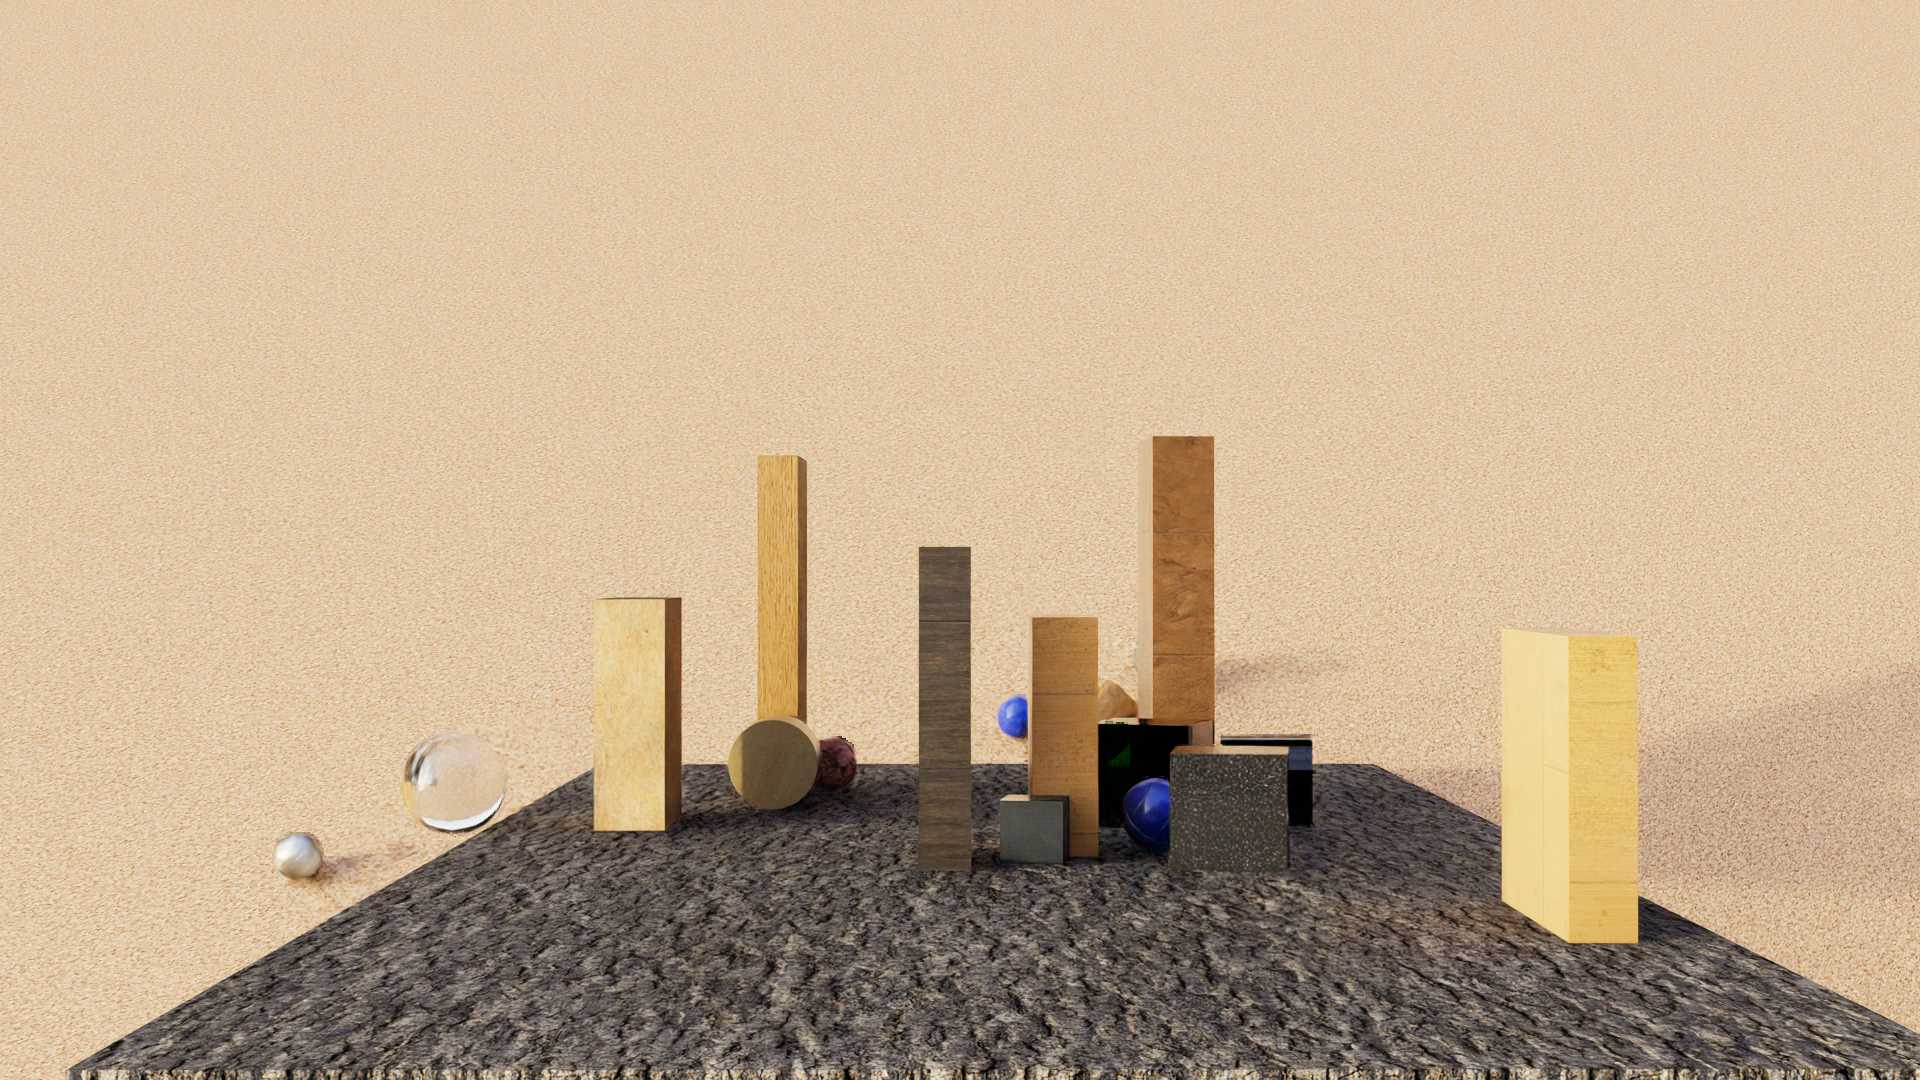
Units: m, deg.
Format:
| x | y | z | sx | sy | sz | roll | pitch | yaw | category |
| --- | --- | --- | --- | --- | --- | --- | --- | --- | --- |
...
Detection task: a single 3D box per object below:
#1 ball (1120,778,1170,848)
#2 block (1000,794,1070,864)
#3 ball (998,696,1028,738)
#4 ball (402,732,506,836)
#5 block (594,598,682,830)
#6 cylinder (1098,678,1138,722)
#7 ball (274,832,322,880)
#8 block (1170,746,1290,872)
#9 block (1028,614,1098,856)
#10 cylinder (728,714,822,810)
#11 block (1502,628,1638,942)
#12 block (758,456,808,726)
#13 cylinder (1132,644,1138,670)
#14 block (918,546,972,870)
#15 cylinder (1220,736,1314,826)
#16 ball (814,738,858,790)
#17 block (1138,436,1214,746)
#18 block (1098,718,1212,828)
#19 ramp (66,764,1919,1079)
| x | y | z | sx | sy | sz | roll | pitch | yaw | category |
| --- | --- | --- | --- | --- | --- | --- | --- | --- | --- |
| 0.358 | 0.501 | 4.745 | 0.128 | 0.128 | 0.128 | 0 | 31 | 0 | ball |
| 0.132 | 0.508 | 4.552 | 0.110 | 0.110 | 0.110 | 0 | 0 | 9 | block |
| 0.155 | 0.474 | 6.919 | 0.113 | 0.113 | 0.113 | 0 | 31 | 0 | ball |
| -0.994 | 0.479 | 5.089 | 0.203 | 0.203 | 0.203 | 0 | 31 | 0 | ball |
| -0.646 | 0.343 | 5.215 | 0.138 | 0.451 | 0.310 | 0 | 0 | 0 | block |
| 0.359 | 0.455 | 6.367 | 0.162 | 0.162 | 0.162 | -43 | 44 | -8 | cylinder |
| -1.636 | 0.783 | 6.404 | 0.116 | 0.116 | 0.116 | 0 | 31 | 0 | ball |
| 0.469 | 0.463 | 4.493 | 0.199 | 0.199 | 0.199 | 0 | 0 | 8 | block |
| 0.187 | 0.352 | 4.746 | 0.117 | 0.426 | 0.271 | 0 | 0 | 0 | block |
| -0.396 | 0.475 | 5.565 | 0.189 | 0.189 | 0.189 | 0 | 0 | 0 | cylinder |
| 0.888 | 0.346 | 3.797 | 0.095 | 0.423 | 0.441 | 0 | 0 | 0 | block |
| -0.399 | 0.194 | 5.836 | 0.088 | 0.757 | 0.347 | 0 | 0 | 0 | block |
| 0.565 | 0.341 | 7.111 | 0.138 | 0.138 | 0.138 | -14 | 35 | -22 | cylinder |
| -0.026 | 0.288 | 4.550 | 0.089 | 0.551 | 0.283 | 0 | 0 | 0 | block |
| 0.609 | 0.478 | 5.158 | 0.178 | 0.178 | 0.178 | 0 | 31 | 4 | cylinder |
| -0.295 | 0.514 | 5.954 | 0.119 | 0.119 | 0.119 | 0 | 31 | 0 | ball |
| 0.457 | 0.179 | 5.512 | 0.126 | 0.781 | 0.431 | 0 | 0 | 0 | block |
| 0.383 | 0.466 | 5.191 | 0.204 | 0.204 | 0.204 | 0 | 0 | 19 | block |
| 0.069 | 0.614 | 4.690 | 2.000 | 0.100 | 4.000 | 0 | 0 | 0 | ramp |
